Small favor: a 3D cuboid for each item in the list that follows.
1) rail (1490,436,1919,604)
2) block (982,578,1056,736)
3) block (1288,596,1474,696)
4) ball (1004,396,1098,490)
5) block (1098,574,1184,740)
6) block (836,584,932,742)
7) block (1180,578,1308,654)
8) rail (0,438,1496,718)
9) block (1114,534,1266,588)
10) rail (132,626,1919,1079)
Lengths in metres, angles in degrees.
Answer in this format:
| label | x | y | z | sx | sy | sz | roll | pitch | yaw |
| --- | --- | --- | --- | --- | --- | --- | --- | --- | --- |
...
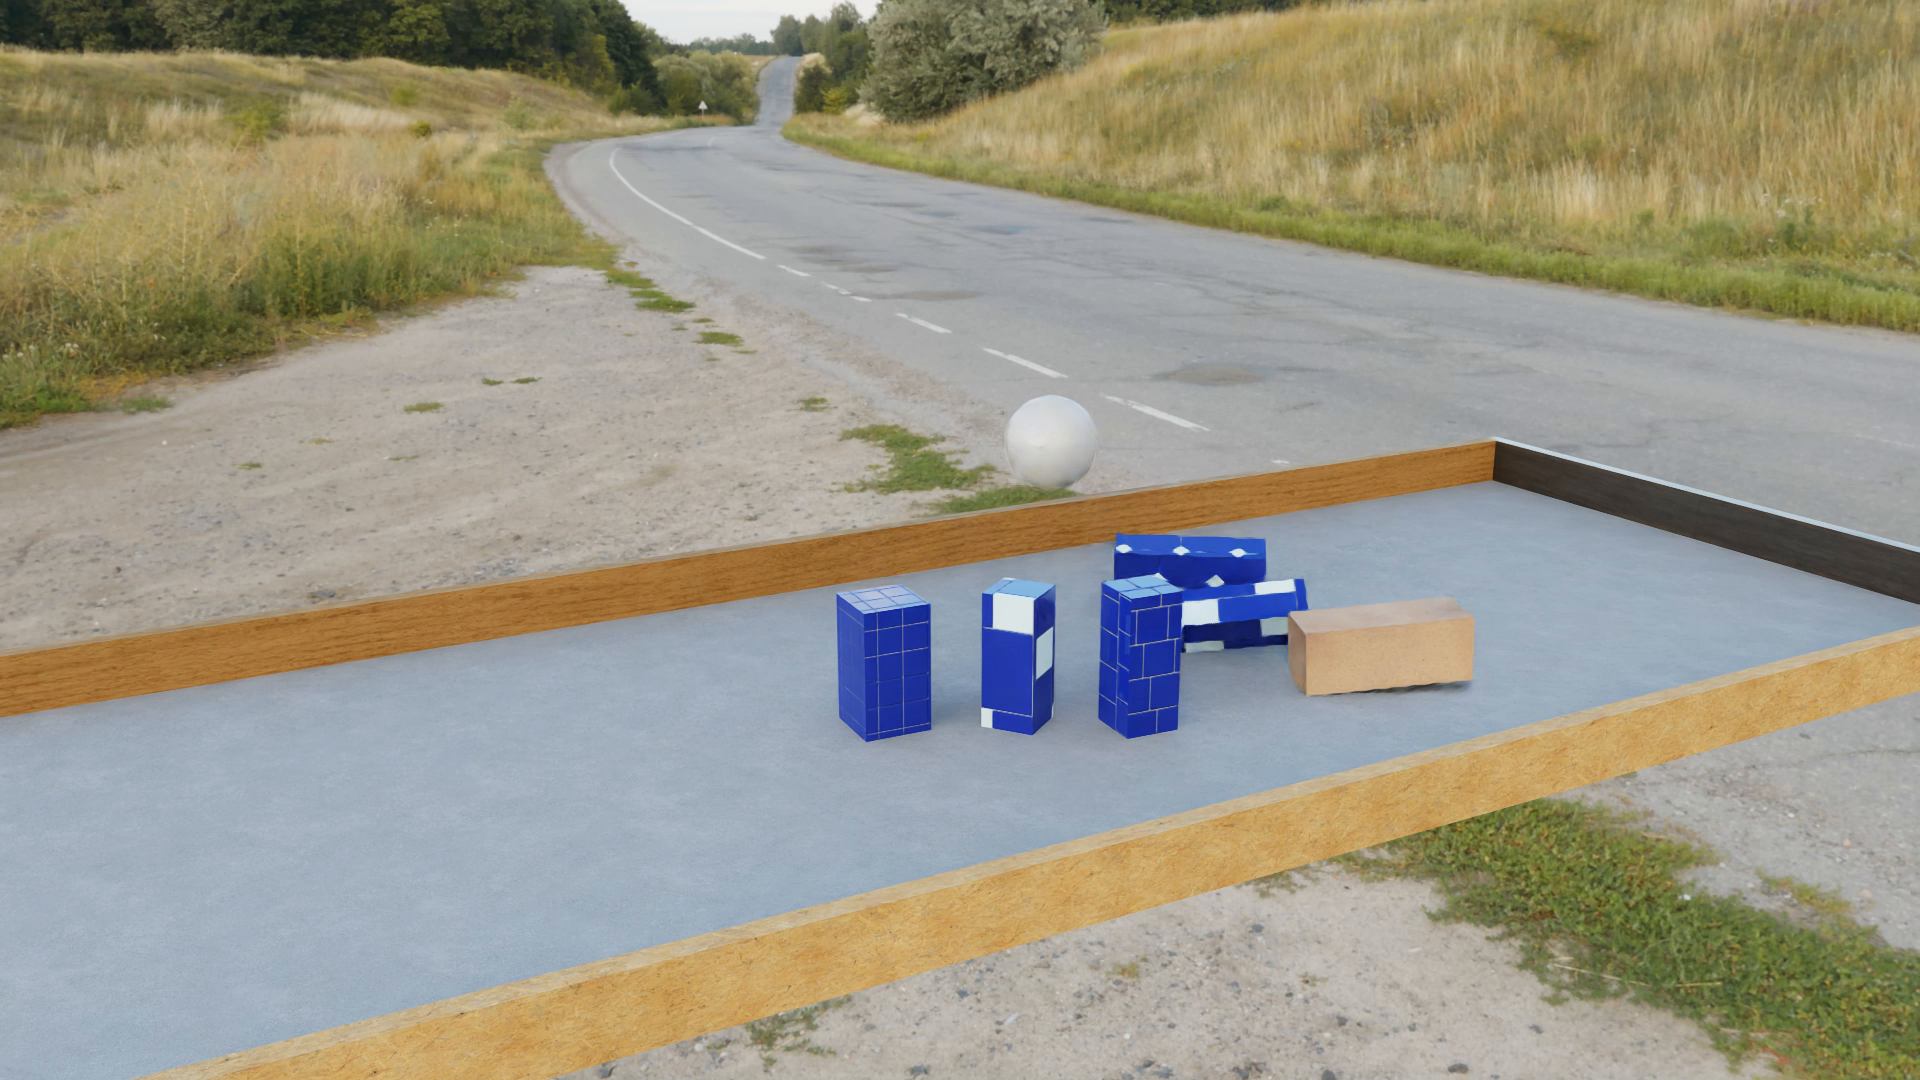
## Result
| label | x | y | z | sx | sy | sz | roll | pitch | yaw |
| --- | --- | --- | --- | --- | --- | --- | --- | --- | --- |
| rail | 2.466 | -0.048 | 5.253 | 0.050 | 0.150 | 2.100 | -9 | 18 | -27 |
| block | 0.136 | 0.270 | 3.852 | 0.129 | 0.329 | 0.129 | 8 | 18 | 24 |
| block | 1.046 | 0.263 | 4.113 | 0.416 | 0.163 | 0.163 | -5 | 17 | -2 |
| ball | 0.274 | -0.292 | 4.955 | 0.286 | 0.286 | 0.286 | 0 | 16 | 0 |
| block | 0.418 | 0.270 | 3.833 | 0.136 | 0.340 | 0.136 | -7 | 18 | -23 |
| block | -0.177 | 0.283 | 3.841 | 0.165 | 0.310 | 0.165 | -8 | 18 | -25 |
| block | 0.730 | 0.199 | 4.300 | 0.345 | 0.118 | 0.118 | -6 | 49 | 10 |
| rail | -3.305 | 0.497 | 3.399 | 12.000 | 0.150 | 0.050 | -9 | 18 | -27 |
| block | 0.679 | 0.065 | 4.884 | 0.438 | 0.111 | 0.111 | 2 | 31 | 7 |
| rail | -2.336 | 1.006 | 1.665 | 12.000 | 0.150 | 0.050 | -9 | 18 | -27 |
